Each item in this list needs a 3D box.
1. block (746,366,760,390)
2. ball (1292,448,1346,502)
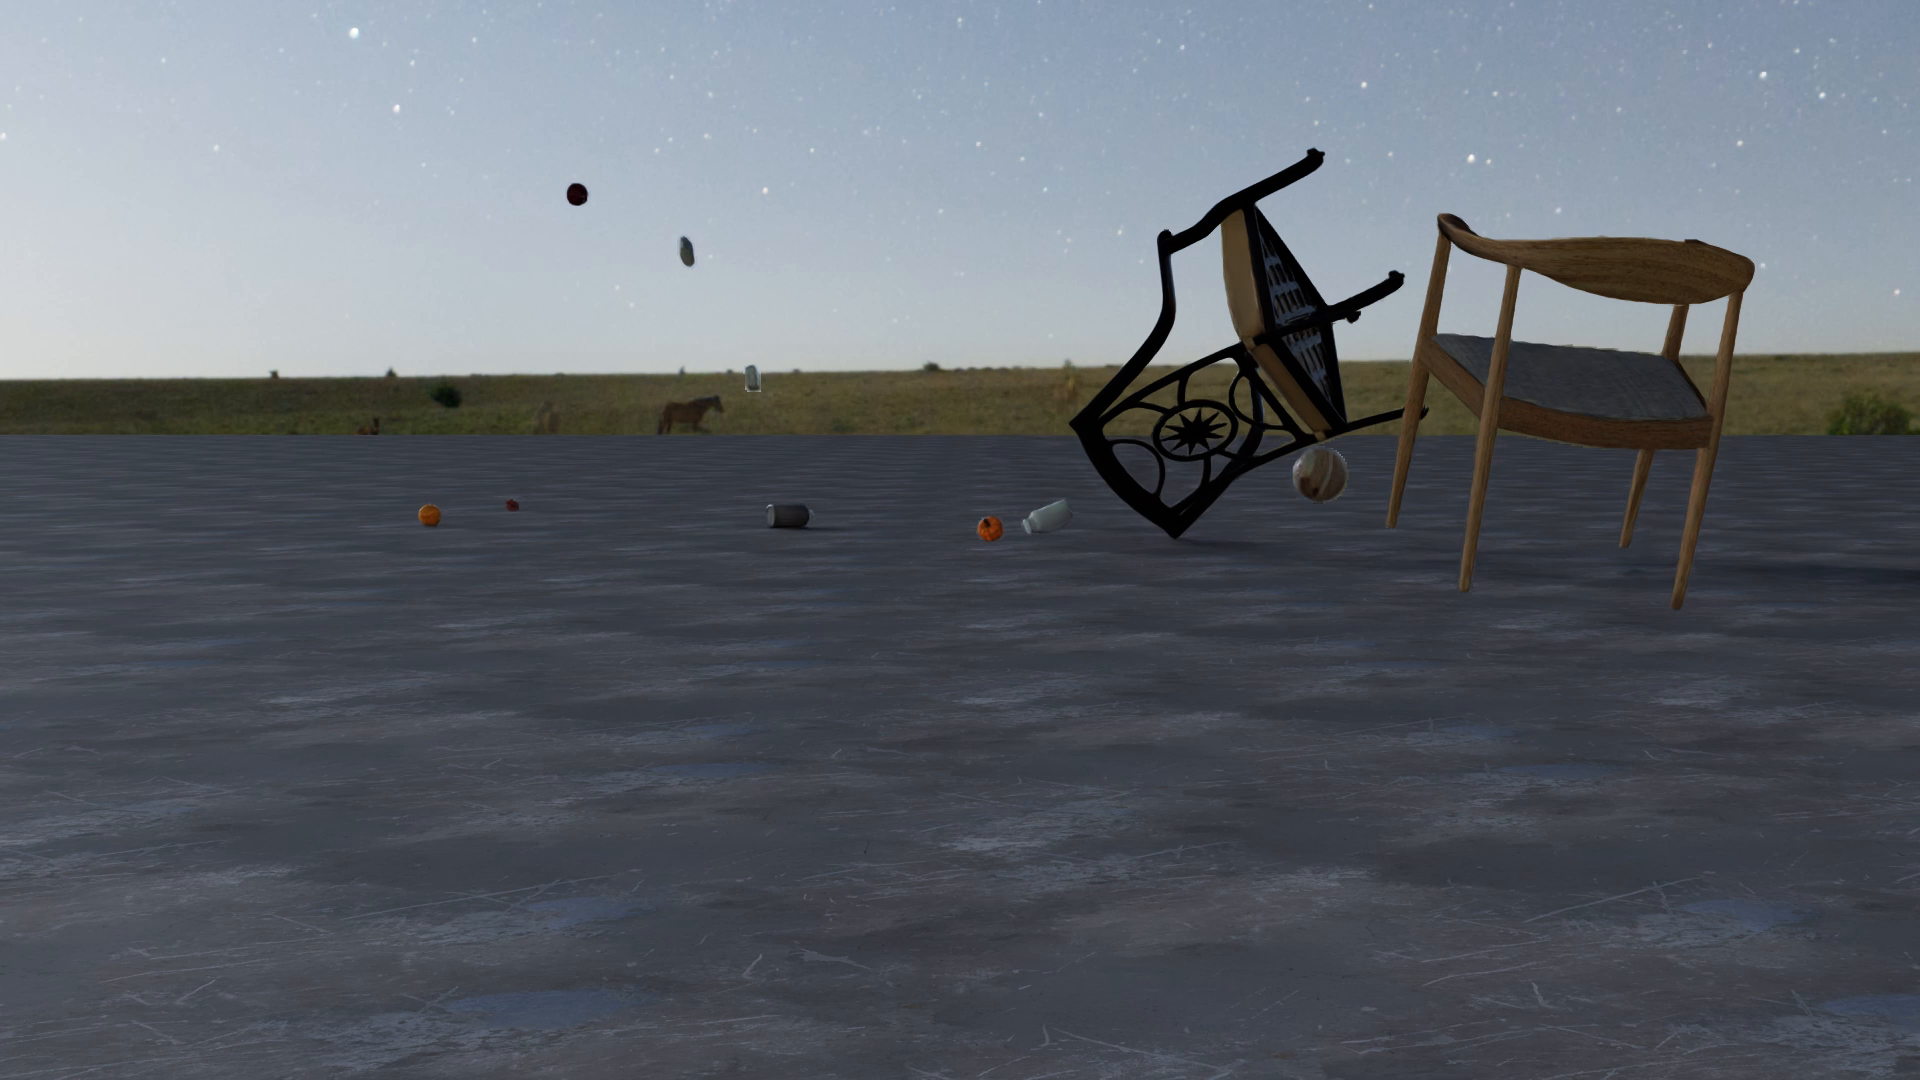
[{"bbox_3d":[-0.687,-0.537,7.282,0.033,0.078,0.028,-14,-29,6],"label":"block"},{"bbox_3d":[1.169,-0.213,7.153,0.172,0.172,0.172,0,4,0],"label":"ball"}]
